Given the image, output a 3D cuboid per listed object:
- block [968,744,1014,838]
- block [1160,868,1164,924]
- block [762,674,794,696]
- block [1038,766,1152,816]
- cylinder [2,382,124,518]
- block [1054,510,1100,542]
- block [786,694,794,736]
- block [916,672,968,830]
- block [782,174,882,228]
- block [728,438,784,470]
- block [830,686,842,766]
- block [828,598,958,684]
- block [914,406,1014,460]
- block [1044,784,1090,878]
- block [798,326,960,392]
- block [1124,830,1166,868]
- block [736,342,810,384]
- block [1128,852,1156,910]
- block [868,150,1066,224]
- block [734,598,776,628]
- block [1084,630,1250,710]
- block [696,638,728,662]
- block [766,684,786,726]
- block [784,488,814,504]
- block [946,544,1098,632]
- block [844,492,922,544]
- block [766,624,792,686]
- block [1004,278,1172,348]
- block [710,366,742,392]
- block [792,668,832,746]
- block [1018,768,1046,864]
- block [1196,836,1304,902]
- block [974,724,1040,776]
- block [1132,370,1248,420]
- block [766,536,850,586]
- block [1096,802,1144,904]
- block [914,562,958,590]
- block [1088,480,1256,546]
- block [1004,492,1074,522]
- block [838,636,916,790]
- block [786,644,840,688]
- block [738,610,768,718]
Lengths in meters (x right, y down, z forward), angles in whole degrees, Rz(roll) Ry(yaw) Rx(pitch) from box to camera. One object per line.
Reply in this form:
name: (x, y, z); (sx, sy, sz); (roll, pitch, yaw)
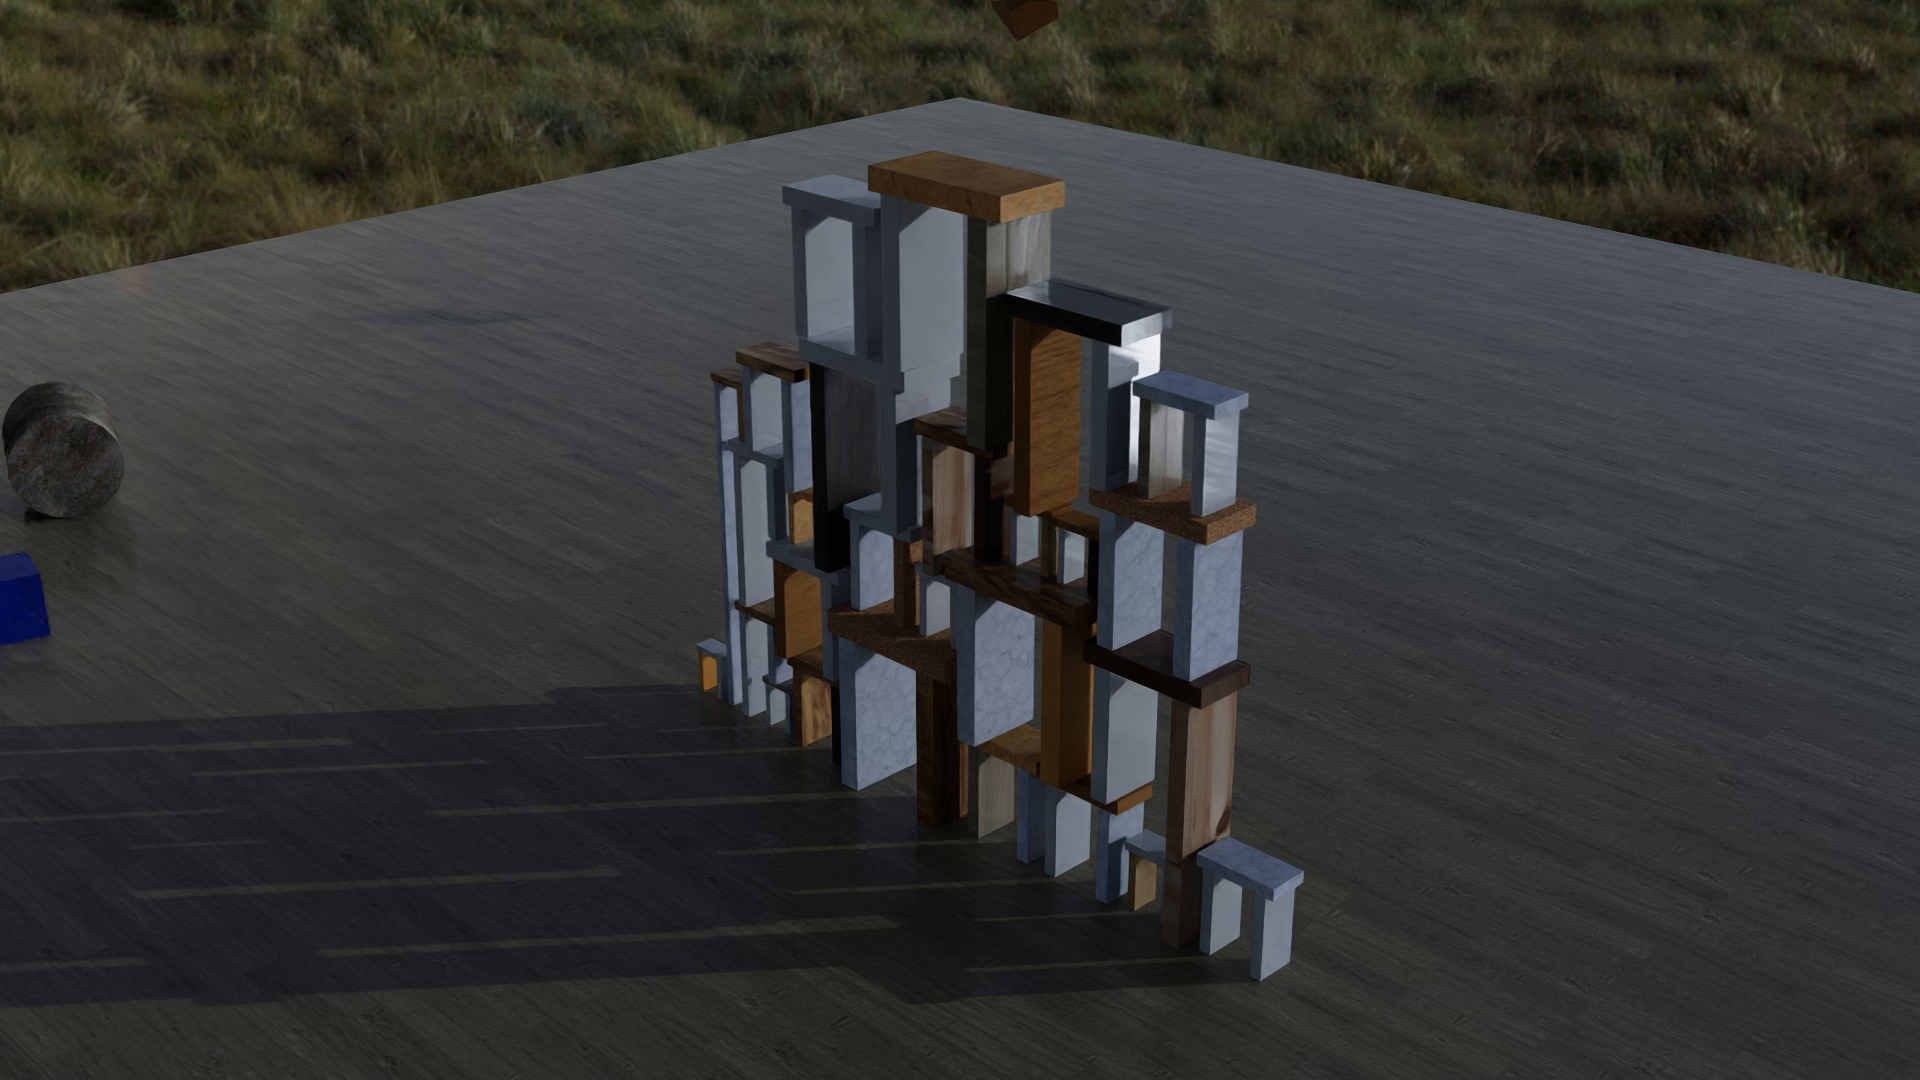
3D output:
block: (0.062, 0.482, 4.367); (0.029, 0.202, 0.101); (21, 31, 41)
block: (0.399, 0.651, 4.071); (0.017, 0.122, 0.061); (21, 31, 41)
block: (-0.378, 0.309, 4.765); (0.098, 0.014, 0.049); (21, 31, 40)
block: (0.255, 0.455, 4.146); (0.099, 0.028, 0.198); (-21, 31, -41)
cylinder: (-2.435, -0.248, 5.967); (0.289, 0.289, 0.289); (-10, 26, -22)
block: (0.229, -0.026, 3.966); (0.110, 0.016, 0.055); (21, 31, 41)
block: (-0.354, 0.369, 4.765); (0.014, 0.098, 0.049); (21, 31, 41)
block: (-0.009, 0.395, 4.398); (0.048, 0.338, 0.169); (21, 31, 41)
block: (-0.204, -0.643, 4.167); (0.256, 0.036, 0.128); (21, 31, 40)
block: (-0.401, -0.188, 4.580); (0.081, 0.023, 0.161); (-21, 31, -40)
block: (-0.228, 0.377, 4.640); (0.026, 0.182, 0.091); (21, 31, 41)
block: (-0.089, 0.186, 4.396); (0.338, 0.048, 0.169); (21, 31, 41)
block: (0.024, -0.201, 4.109); (0.208, 0.029, 0.104); (21, 31, 40)
block: (0.208, 0.540, 4.233); (0.028, 0.198, 0.099); (21, 31, 41)
block: (-0.157, -0.354, 4.240); (0.295, 0.042, 0.148); (21, 31, 40)
block: (0.371, 0.576, 4.071); (0.121, 0.017, 0.061); (21, 31, 41)
block: (-0.361, -0.362, 4.460); (0.091, 0.026, 0.183); (-21, 31, -40)
block: (0.342, 0.628, 4.124); (0.017, 0.122, 0.061); (21, 31, 41)
block: (0.009, -0.636, 3.941); (0.331, 0.047, 0.166); (21, 31, 40)
block: (-0.414, 0.150, 4.738); (0.140, 0.020, 0.070); (21, 31, 40)
block: (0.367, 0.218, 3.919); (0.136, 0.039, 0.273); (-22, 31, -40)
block: (-0.543, 0.247, 4.919); (0.095, 0.013, 0.047); (21, 31, 41)
block: (-0.401, 0.351, 4.808); (0.014, 0.098, 0.049); (21, 31, 41)
block: (-0.303, -0.098, 4.510); (0.055, 0.016, 0.110); (-21, 31, -40)
block: (0.147, 0.074, 4.091); (0.330, 0.047, 0.165); (21, 31, 41)
block: (-0.131, -0.044, 4.353); (0.191, 0.027, 0.095); (21, 31, 40)
block: (-0.381, 0.236, 4.739); (0.020, 0.140, 0.070); (21, 31, 40)
block: (0.220, -0.396, 3.808); (0.269, 0.038, 0.135); (21, 31, 40)
block: (-0.464, -0.335, 4.593); (0.056, 0.016, 0.112); (-21, 31, -40)
block: (-0.314, 0.343, 4.719); (0.026, 0.182, 0.091); (21, 31, 41)
block: (0.157, 0.519, 4.279); (0.029, 0.202, 0.101); (21, 31, 41)
block: (0.515, 0.583, 3.912); (0.173, 0.024, 0.086); (21, 31, 41)
block: (0.110, 0.395, 4.278); (0.202, 0.029, 0.101); (21, 31, 41)
block: (0.387, -0.245, 3.701); (0.089, 0.025, 0.178); (-22, 31, -40)
block: (-0.286, 0.033, 4.541); (0.222, 0.031, 0.111); (21, 31, 40)
block: (0.302, 0.577, 4.148); (0.028, 0.198, 0.099); (21, 31, 41)
block: (-0.019, 0.064, 4.266); (0.065, 0.018, 0.130); (-21, 31, -41)
block: (0.366, -0.062, 3.806); (0.132, 0.037, 0.265); (-22, 31, -40)
block: (0.145, -0.066, 4.039); (0.117, 0.017, 0.058); (21, 31, 40)
block: (-0.169, 0.332, 4.545); (0.048, 0.338, 0.169); (21, 31, 41)
block: (-0.271, 0.265, 4.638); (0.182, 0.026, 0.091); (21, 31, 40)
block: (-0.447, 0.262, 4.821); (0.020, 0.251, 0.070); (21, 31, 41)
